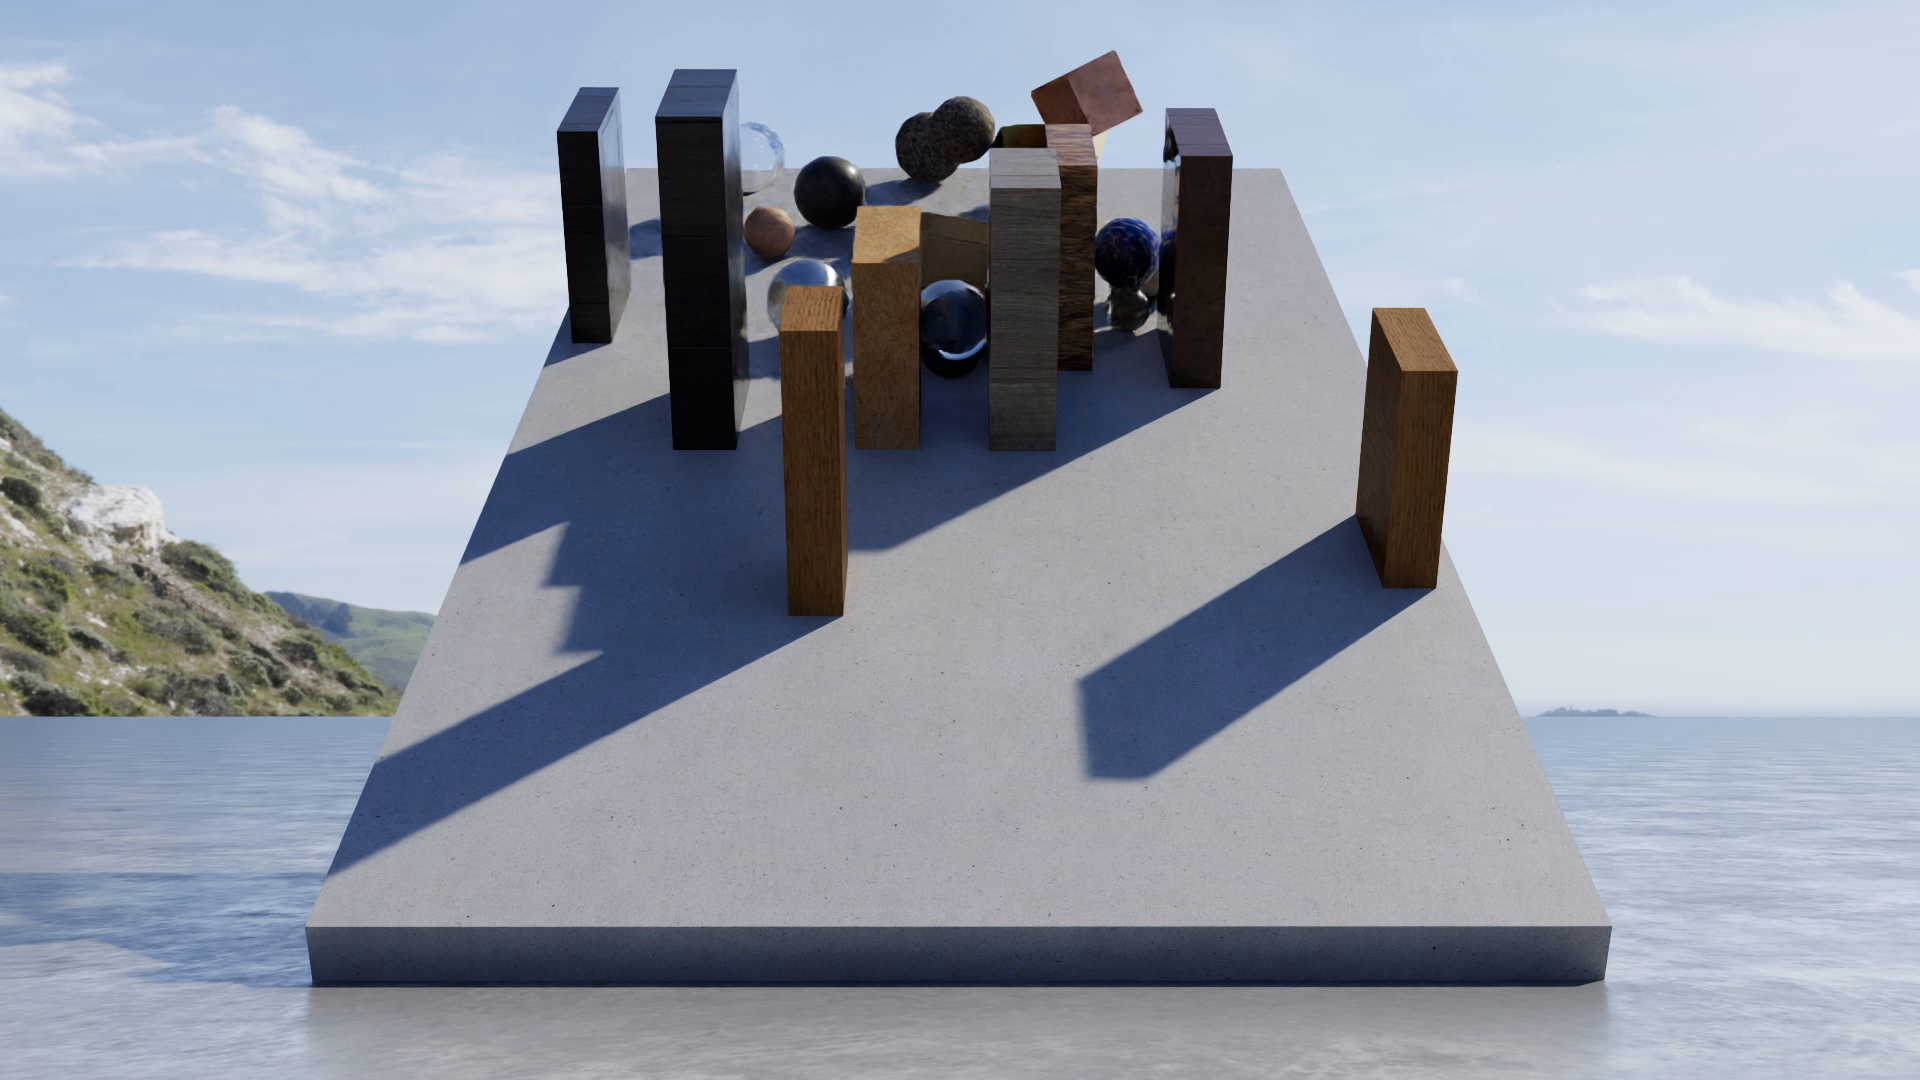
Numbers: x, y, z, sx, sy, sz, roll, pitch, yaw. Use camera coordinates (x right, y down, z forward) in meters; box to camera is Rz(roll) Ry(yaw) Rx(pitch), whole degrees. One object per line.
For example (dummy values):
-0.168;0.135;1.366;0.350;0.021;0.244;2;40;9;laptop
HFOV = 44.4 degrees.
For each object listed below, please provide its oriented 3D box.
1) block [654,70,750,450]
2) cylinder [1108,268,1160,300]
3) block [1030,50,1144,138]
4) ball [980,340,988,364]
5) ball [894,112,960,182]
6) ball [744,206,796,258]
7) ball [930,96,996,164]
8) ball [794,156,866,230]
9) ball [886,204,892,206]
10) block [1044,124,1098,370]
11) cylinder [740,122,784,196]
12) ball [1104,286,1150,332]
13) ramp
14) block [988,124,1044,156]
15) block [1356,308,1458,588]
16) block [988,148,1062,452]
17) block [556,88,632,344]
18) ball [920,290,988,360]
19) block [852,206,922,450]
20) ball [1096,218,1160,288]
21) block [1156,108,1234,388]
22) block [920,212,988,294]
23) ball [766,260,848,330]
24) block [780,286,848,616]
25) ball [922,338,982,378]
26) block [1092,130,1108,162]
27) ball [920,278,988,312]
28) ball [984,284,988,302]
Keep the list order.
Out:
-0.569;-0.628;5.256;0.140;0.759;0.394;0;26;0;block
0.477;-0.693;6.112;0.135;0.135;0.135;-22;9;-33;cylinder
0.348;-1.207;6.469;0.185;0.185;0.185;-31;10;-29;block
0.098;-0.472;5.678;0.115;0.115;0.115;0;-4;0;ball
-0.091;-1.176;7.036;0.209;0.209;0.209;0;-4;0;ball
-0.521;-0.841;6.413;0.142;0.142;0.142;0;-4;0;ball
0.006;-1.185;6.796;0.191;0.191;0.191;0;-4;0;ball
-0.366;-0.980;6.630;0.206;0.206;0.206;0;-4;0;ball
-0.194;-0.852;6.448;0.134;0.134;0.134;0;-4;0;ball
0.264;-0.716;5.729;0.110;0.512;0.351;0;26;0;block
-0.616;-1.098;6.773;0.196;0.196;0.196;0;15;5;cylinder
0.419;-0.580;5.905;0.115;0.115;0.115;0;-4;0;ball
-0.009;-0.229;5.420;2.000;0.100;4.000;0;26;0;ramp
0.206;-1.063;6.731;0.192;0.192;0.192;-5;-13;-11;block
0.886;-0.187;4.691;0.105;0.460;0.348;0;26;0;block
0.139;-0.537;5.245;0.148;0.607;0.300;0;26;0;block
-0.915;-0.820;5.908;0.099;0.539;0.408;0;26;0;block
-0.010;-0.499;5.465;0.162;0.162;0.162;0;-4;0;ball
-0.163;-0.488;5.338;0.144;0.437;0.409;0;26;0;block
0.421;-0.725;5.938;0.179;0.179;0.179;0;-4;0;ball
0.559;-0.704;5.642;0.120;0.567;0.407;0;26;0;block
-0.053;-0.733;6.022;0.189;0.189;0.189;6;6;-32;block
-0.378;-0.593;5.826;0.204;0.204;0.204;0;-4;0;ball
-0.277;-0.169;4.503;0.105;0.584;0.240;0;26;0;block
-0.022;-0.460;5.614;0.149;0.149;0.149;0;-4;0;ball
0.346;-1.210;6.957;0.146;0.146;0.146;21;14;15;block
-0.022;-0.549;5.756;0.186;0.186;0.186;0;-4;0;ball
0.128;-0.624;5.977;0.131;0.131;0.131;0;-4;0;ball
